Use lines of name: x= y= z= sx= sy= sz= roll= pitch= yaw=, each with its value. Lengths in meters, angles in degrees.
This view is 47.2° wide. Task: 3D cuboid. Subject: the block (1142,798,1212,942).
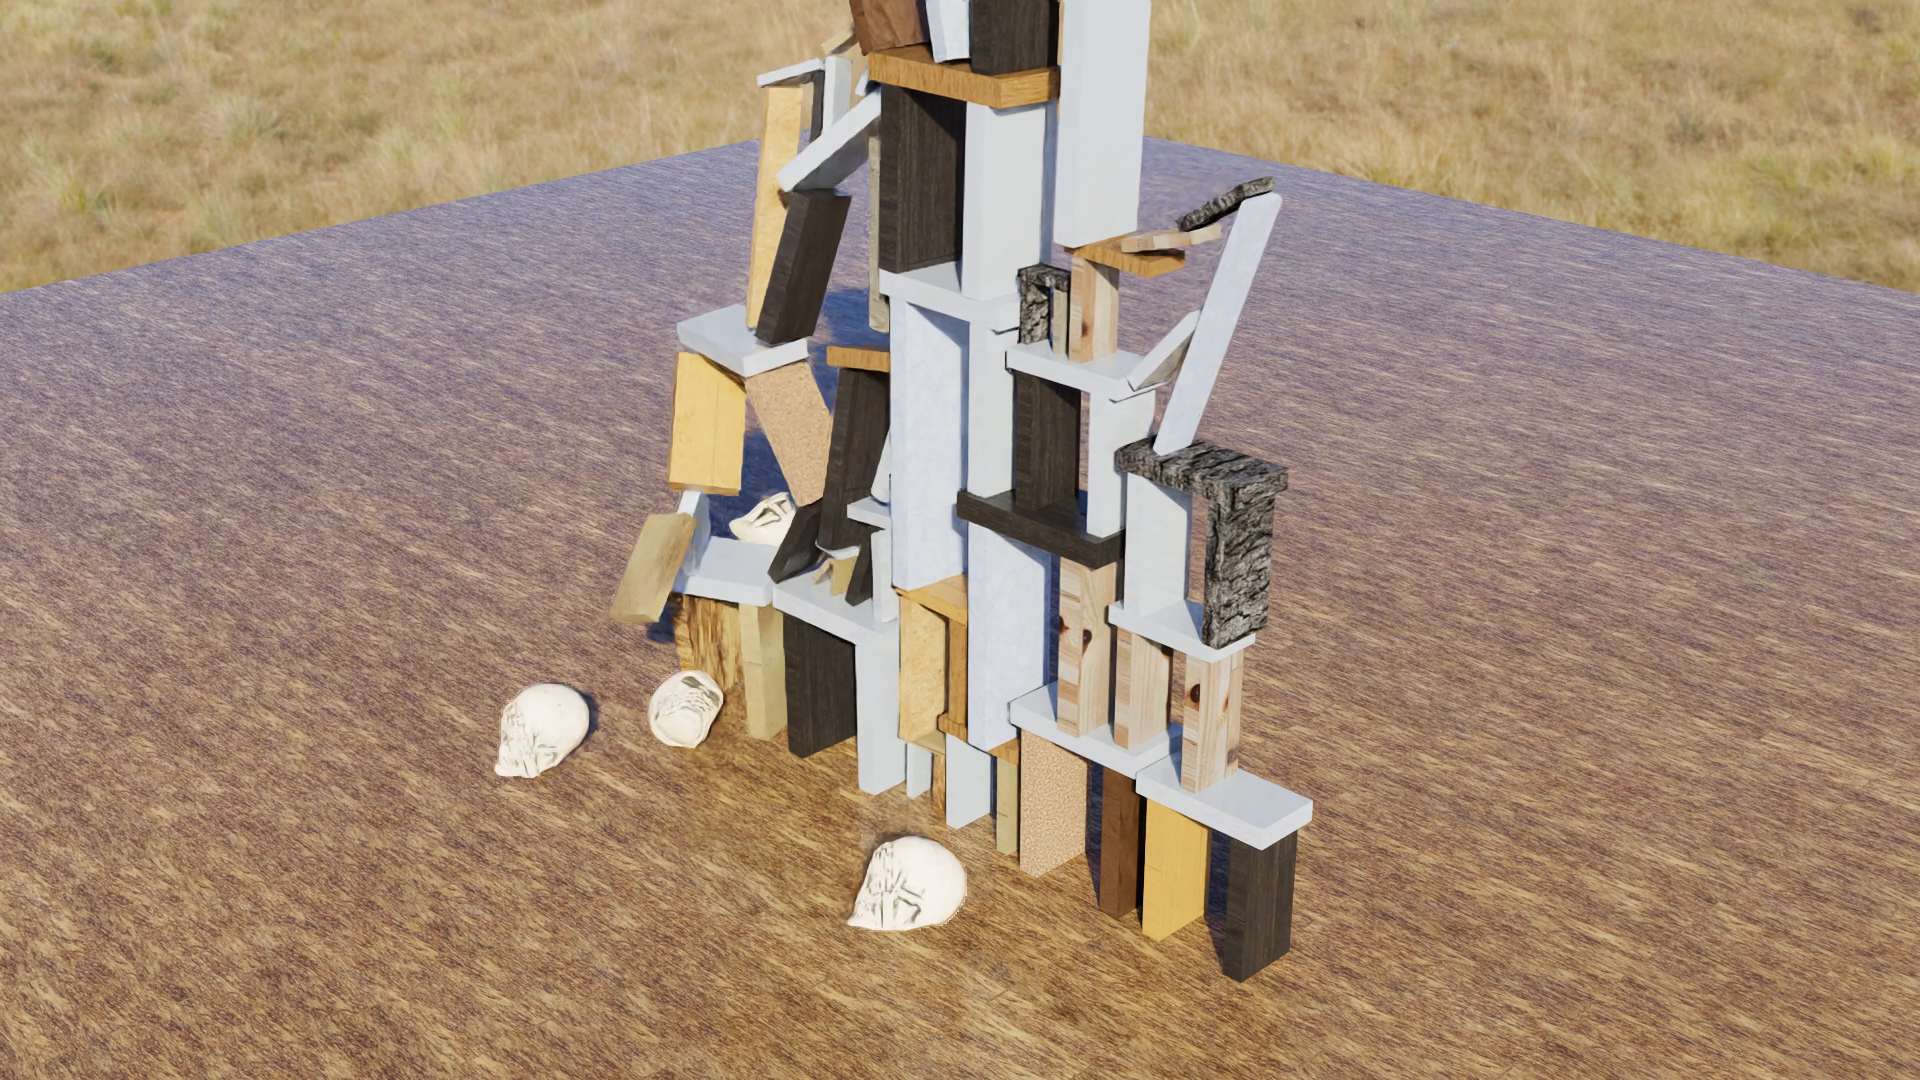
block: x=0.400 y=0.579 z=4.032 sx=0.040 sy=0.284 sz=0.142 roll=21 pitch=31 yaw=41

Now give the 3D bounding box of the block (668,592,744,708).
block: x=-0.558 y=0.188 z=4.868 sx=0.047 sy=0.329 sz=0.165 roll=15 pitch=36 yaw=33

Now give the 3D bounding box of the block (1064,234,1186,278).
block: x=0.278 y=-0.488 z=3.723 sx=0.095 sy=0.027 sz=0.190 roll=-21 pitch=33 yaw=-40

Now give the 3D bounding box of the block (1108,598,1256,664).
block: x=0.389 y=0.147 z=3.865 sx=0.118 sy=0.033 sz=0.236 roll=-21 pitch=31 yaw=-40

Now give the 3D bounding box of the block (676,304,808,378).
block: x=-0.443 y=-0.406 z=4.454 sx=0.144 sy=0.041 sz=0.288 roll=-22 pitch=30 yaw=-27

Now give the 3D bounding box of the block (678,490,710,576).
block: x=-0.553 y=-0.032 z=4.564 sx=0.032 sy=0.228 sz=0.114 roll=12 pitch=60 yaw=3

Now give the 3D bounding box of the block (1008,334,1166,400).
block: x=0.222 y=-0.307 z=3.858 sx=0.260 sy=0.037 sz=0.130 roll=21 pitch=31 yaw=41

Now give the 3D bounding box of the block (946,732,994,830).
block: x=0.020 y=0.465 z=4.399 sx=0.029 sy=0.208 sz=0.104 roll=21 pitch=31 yaw=41

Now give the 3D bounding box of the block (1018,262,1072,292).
block: x=0.162 y=-0.461 z=3.855 sx=0.058 sy=0.016 sz=0.116 roll=-20 pitch=30 yaw=-39

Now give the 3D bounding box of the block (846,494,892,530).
block: x=-0.127 y=-0.051 z=4.408 sx=0.188 sy=0.027 sz=0.094 roll=16 pitch=28 yaw=41

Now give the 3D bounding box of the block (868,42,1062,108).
block: x=0.016 y=-0.825 z=3.890 sx=0.173 sy=0.049 sz=0.347 roll=-19 pitch=29 yaw=-39

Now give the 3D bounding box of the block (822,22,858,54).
block: x=-0.187 y=-0.959 z=4.127 sx=0.141 sy=0.020 sz=0.071 roll=-31 pitch=0 yaw=23

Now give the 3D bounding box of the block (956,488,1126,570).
block: x=0.177 y=-0.042 z=4.009 sx=0.173 sy=0.049 sz=0.346 roll=-21 pitch=31 yaw=-41

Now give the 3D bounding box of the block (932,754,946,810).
block: x=-0.023 y=0.481 z=4.462 sx=0.064 sy=0.128 sz=0.018 roll=-14 pitch=27 yaw=-32

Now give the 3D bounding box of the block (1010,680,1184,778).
block: x=0.259 y=0.346 z=4.098 sx=0.309 sy=0.044 sz=0.154 roll=21 pitch=31 yaw=41

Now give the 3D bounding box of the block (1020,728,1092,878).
block: x=0.186 y=0.480 z=4.233 sx=0.044 sy=0.309 sz=0.154 roll=21 pitch=31 yaw=41

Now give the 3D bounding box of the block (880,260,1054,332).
block: x=0.020 y=-0.456 z=4.031 sx=0.162 sy=0.046 sz=0.324 roll=-19 pitch=29 yaw=-39

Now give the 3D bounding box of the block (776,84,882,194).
block: x=-0.198 y=-0.759 z=4.165 sx=0.297 sy=0.042 sz=0.148 roll=-33 pitch=-9 yaw=34

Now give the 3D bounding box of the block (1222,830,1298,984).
block: x=0.535 y=0.631 z=3.909 sx=0.040 sy=0.284 sz=0.142 roll=21 pitch=31 yaw=41

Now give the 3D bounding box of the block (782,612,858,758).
block: x=-0.293 y=0.284 z=4.671 sx=0.164 sy=0.328 sz=0.046 roll=-21 pitch=30 yaw=-40

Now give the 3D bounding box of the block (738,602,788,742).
block: x=-0.403 y=0.249 z=4.744 sx=0.047 sy=0.329 sz=0.165 roll=11 pitch=28 yaw=26

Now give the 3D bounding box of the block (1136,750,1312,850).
block: x=0.468 y=0.456 z=3.907 sx=0.284 sy=0.040 sz=0.142 roll=21 pitch=31 yaw=41

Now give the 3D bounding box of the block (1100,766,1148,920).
block: x=0.331 y=0.537 z=4.099 sx=0.044 sy=0.309 sz=0.154 roll=21 pitch=31 yaw=41

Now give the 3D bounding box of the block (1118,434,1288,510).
block: x=0.410 y=-0.122 z=3.730 sx=0.132 sy=0.037 sz=0.265 roll=-21 pitch=31 yaw=-40

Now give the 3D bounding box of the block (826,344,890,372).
block: x=-0.132 y=-0.357 z=4.330 sx=0.132 sy=0.037 sz=0.265 roll=-6 pitch=11 yaw=-38

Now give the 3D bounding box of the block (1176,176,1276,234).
block: x=0.426 y=-0.538 z=3.526 sx=0.077 sy=0.022 sz=0.154 roll=-22 pitch=-2 yaw=-41

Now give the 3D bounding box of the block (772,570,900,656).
block: x=-0.216 y=0.141 z=4.530 sx=0.328 sy=0.046 sz=0.164 roll=21 pitch=31 yaw=40

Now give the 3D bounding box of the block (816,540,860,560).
block: x=-0.251 y=0.015 z=4.505 sx=0.048 sy=0.014 sz=0.095 roll=-16 pitch=27 yaw=-31

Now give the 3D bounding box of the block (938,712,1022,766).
block: x=0.068 y=0.375 z=4.308 sx=0.104 sy=0.029 sz=0.208 roll=-21 pitch=31 yaw=-41

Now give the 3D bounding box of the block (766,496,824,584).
block: x=-0.315 y=-0.010 z=4.548 sx=0.114 sy=0.228 sz=0.032 roll=-29 pitch=69 yaw=-41

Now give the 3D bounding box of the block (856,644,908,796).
block: x=-0.136 y=0.346 z=4.526 sx=0.046 sy=0.328 sz=0.164 roll=20 pitch=30 yaw=40

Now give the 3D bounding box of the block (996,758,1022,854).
block: x=0.119 y=0.503 z=4.309 sx=0.029 sy=0.208 sz=0.104 roll=21 pitch=31 yaw=41

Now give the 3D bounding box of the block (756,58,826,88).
block: x=-0.313 y=-0.897 z=4.247 sx=0.141 sy=0.020 sz=0.071 roll=-9 pitch=-3 yaw=29

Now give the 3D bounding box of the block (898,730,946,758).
block: x=-0.056 y=0.403 z=4.459 sx=0.128 sy=0.018 sz=0.064 roll=19 pitch=28 yaw=37

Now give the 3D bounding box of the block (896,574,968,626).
block: x=-0.016 y=0.106 z=4.303 sx=0.109 sy=0.031 sz=0.218 roll=-17 pitch=28 yaw=-37

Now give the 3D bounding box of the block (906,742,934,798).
block: x=-0.082 y=0.459 z=4.514 sx=0.018 sy=0.128 sz=0.064 roll=17 pitch=27 yaw=34

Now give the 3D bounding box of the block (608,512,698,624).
block: x=-0.606 y=0.055 z=4.345 sx=0.114 sy=0.032 sz=0.228 roll=-3 pitch=59 yaw=41

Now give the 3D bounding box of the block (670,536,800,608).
block: x=-0.521 y=0.059 z=4.705 sx=0.329 sy=0.047 sz=0.165 roll=8 pitch=32 yaw=25
